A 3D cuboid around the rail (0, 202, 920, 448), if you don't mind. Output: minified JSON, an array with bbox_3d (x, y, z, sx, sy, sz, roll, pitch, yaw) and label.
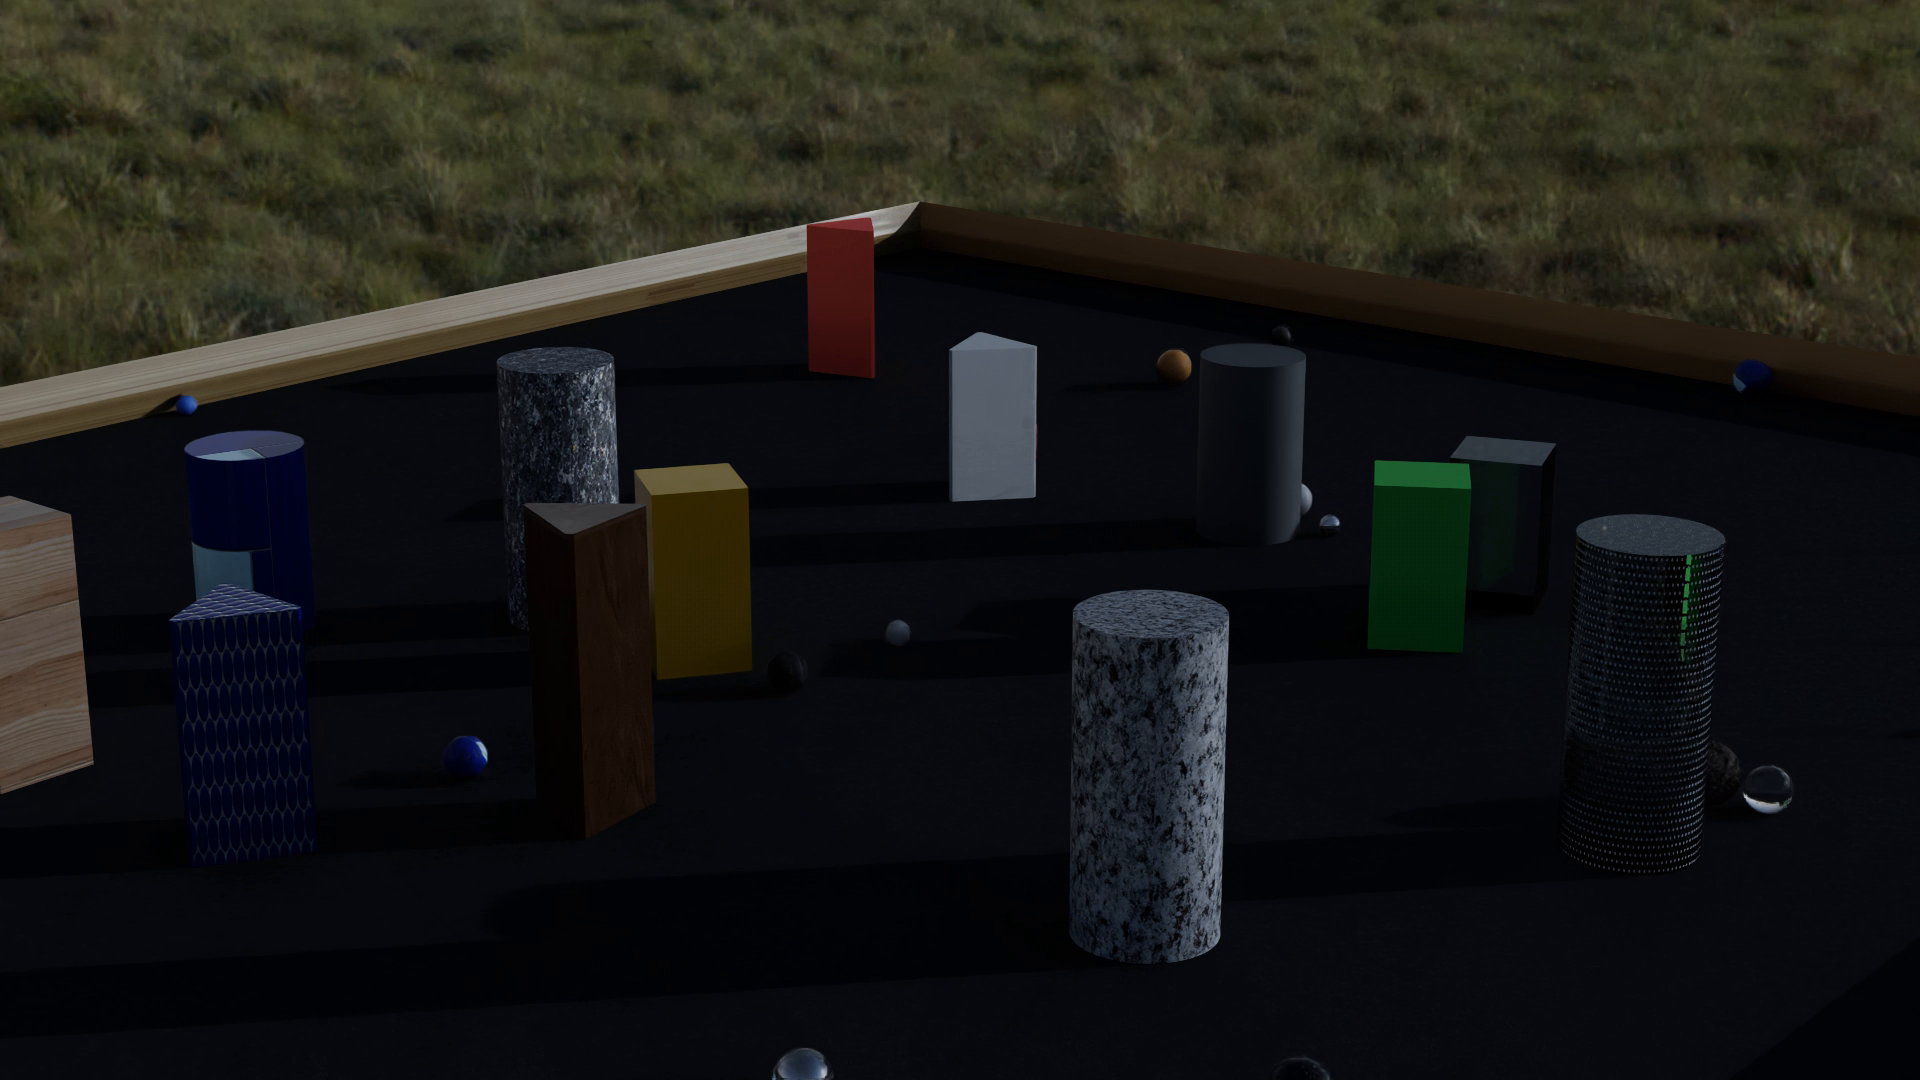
[{"bbox_3d":[-1.601,-0.370,6.451,0.045,0.127,4.597,14,22,39],"label":"rail"}]

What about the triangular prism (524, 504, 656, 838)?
[{"bbox_3d":[-0.544,0.172,4.111,0.146,0.443,0.169,10,19,30],"label":"triangular prism"}]

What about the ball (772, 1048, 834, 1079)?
[{"bbox_3d":[-0.177,0.608,3.311,0.070,0.070,0.070,0,17,0],"label":"ball"}]

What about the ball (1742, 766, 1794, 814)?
[{"bbox_3d":[1.145,0.354,4.154,0.069,0.069,0.069,0,17,0],"label":"ball"}]

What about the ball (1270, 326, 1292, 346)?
[{"bbox_3d":[0.760,-0.481,6.955,0.052,0.052,0.052,0,17,0],"label":"ball"}]

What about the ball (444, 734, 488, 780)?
[{"bbox_3d":[-0.722,0.317,4.285,0.065,0.065,0.065,0,17,0],"label":"ball"}]

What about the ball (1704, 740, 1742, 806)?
[{"bbox_3d":[1.068,0.333,4.184,0.093,0.093,0.093,0,17,0],"label":"ball"}]

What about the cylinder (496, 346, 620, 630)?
[{"bbox_3d":[-0.675,-0.085,4.954,0.195,0.449,0.195,0,17,0],"label":"cylinder"}]

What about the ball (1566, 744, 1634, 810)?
[{"bbox_3d":[0.910,0.336,4.167,0.095,0.095,0.095,0,17,0],"label":"ball"}]

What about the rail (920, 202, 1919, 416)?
[{"bbox_3d":[1.491,-0.464,6.765,4.288,0.127,0.045,14,22,39],"label":"rail"}]

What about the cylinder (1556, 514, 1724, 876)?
[{"bbox_3d":[0.921,0.208,3.978,0.195,0.450,0.195,0,17,0],"label":"cylinder"}]

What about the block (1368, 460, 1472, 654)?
[{"bbox_3d":[0.762,0.026,4.873,0.156,0.281,0.156,2,17,8],"label":"block"}]

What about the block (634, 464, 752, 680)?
[{"bbox_3d":[-0.432,0.049,4.752,0.156,0.308,0.156,-5,17,-15],"label":"block"}]

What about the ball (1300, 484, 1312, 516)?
[{"bbox_3d":[0.638,-0.077,5.586,0.067,0.067,0.067,0,17,0],"label":"ball"}]

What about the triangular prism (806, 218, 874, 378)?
[{"bbox_3d":[-0.241,-0.560,6.718,0.169,0.338,0.146,8,19,25],"label":"triangular prism"}]

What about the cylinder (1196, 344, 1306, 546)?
[{"bbox_3d":[0.541,-0.180,5.458,0.195,0.338,0.195,0,17,0],"label":"cylinder"}]

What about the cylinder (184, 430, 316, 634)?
[{"bbox_3d":[-1.189,-0.006,4.917,0.195,0.317,0.195,0,17,0],"label":"cylinder"}]

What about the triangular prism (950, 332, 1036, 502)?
[{"bbox_3d":[0.051,-0.244,5.738,0.169,0.300,0.146,-3,17,-10],"label":"triangular prism"}]

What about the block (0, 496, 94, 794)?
[{"bbox_3d":[-1.394,0.151,4.281,0.156,0.386,0.156,14,21,38],"label":"block"}]

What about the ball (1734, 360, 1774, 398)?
[{"bbox_3d":[1.752,-0.355,6.477,0.085,0.085,0.085,0,17,0],"label":"ball"}]

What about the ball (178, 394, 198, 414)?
[{"bbox_3d":[-1.671,-0.292,6.341,0.043,0.043,0.043,0,17,0],"label":"ball"}]

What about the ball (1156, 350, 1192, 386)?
[{"bbox_3d":[0.482,-0.388,6.595,0.081,0.081,0.081,0,17,0],"label":"ball"}]

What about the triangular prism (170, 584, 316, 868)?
[{"bbox_3d":[-0.987,0.248,4.018,0.169,0.352,0.146,-6,18,-18],"label":"triangular prism"}]

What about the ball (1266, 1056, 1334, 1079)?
[{"bbox_3d":[0.379,0.616,3.267,0.080,0.080,0.080,0,17,0],"label":"ball"}]

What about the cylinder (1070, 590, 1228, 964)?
[{"bbox_3d":[0.238,0.298,3.714,0.195,0.431,0.195,0,17,0],"label":"cylinder"}]

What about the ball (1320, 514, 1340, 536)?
[{"bbox_3d":[0.690,-0.027,5.468,0.040,0.040,0.040,0,17,0],"label":"ball"}]

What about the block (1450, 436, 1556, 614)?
[{"bbox_3d":[0.935,-0.027,5.081,0.156,0.264,0.156,6,18,19],"label":"block"}]

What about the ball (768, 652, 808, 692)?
[{"bbox_3d":[-0.272,0.209,4.645,0.064,0.064,0.064,0,17,0],"label":"ball"}]

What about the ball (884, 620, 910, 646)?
[{"bbox_3d":[-0.103,0.154,4.863,0.043,0.043,0.043,0,17,0],"label":"ball"}]
